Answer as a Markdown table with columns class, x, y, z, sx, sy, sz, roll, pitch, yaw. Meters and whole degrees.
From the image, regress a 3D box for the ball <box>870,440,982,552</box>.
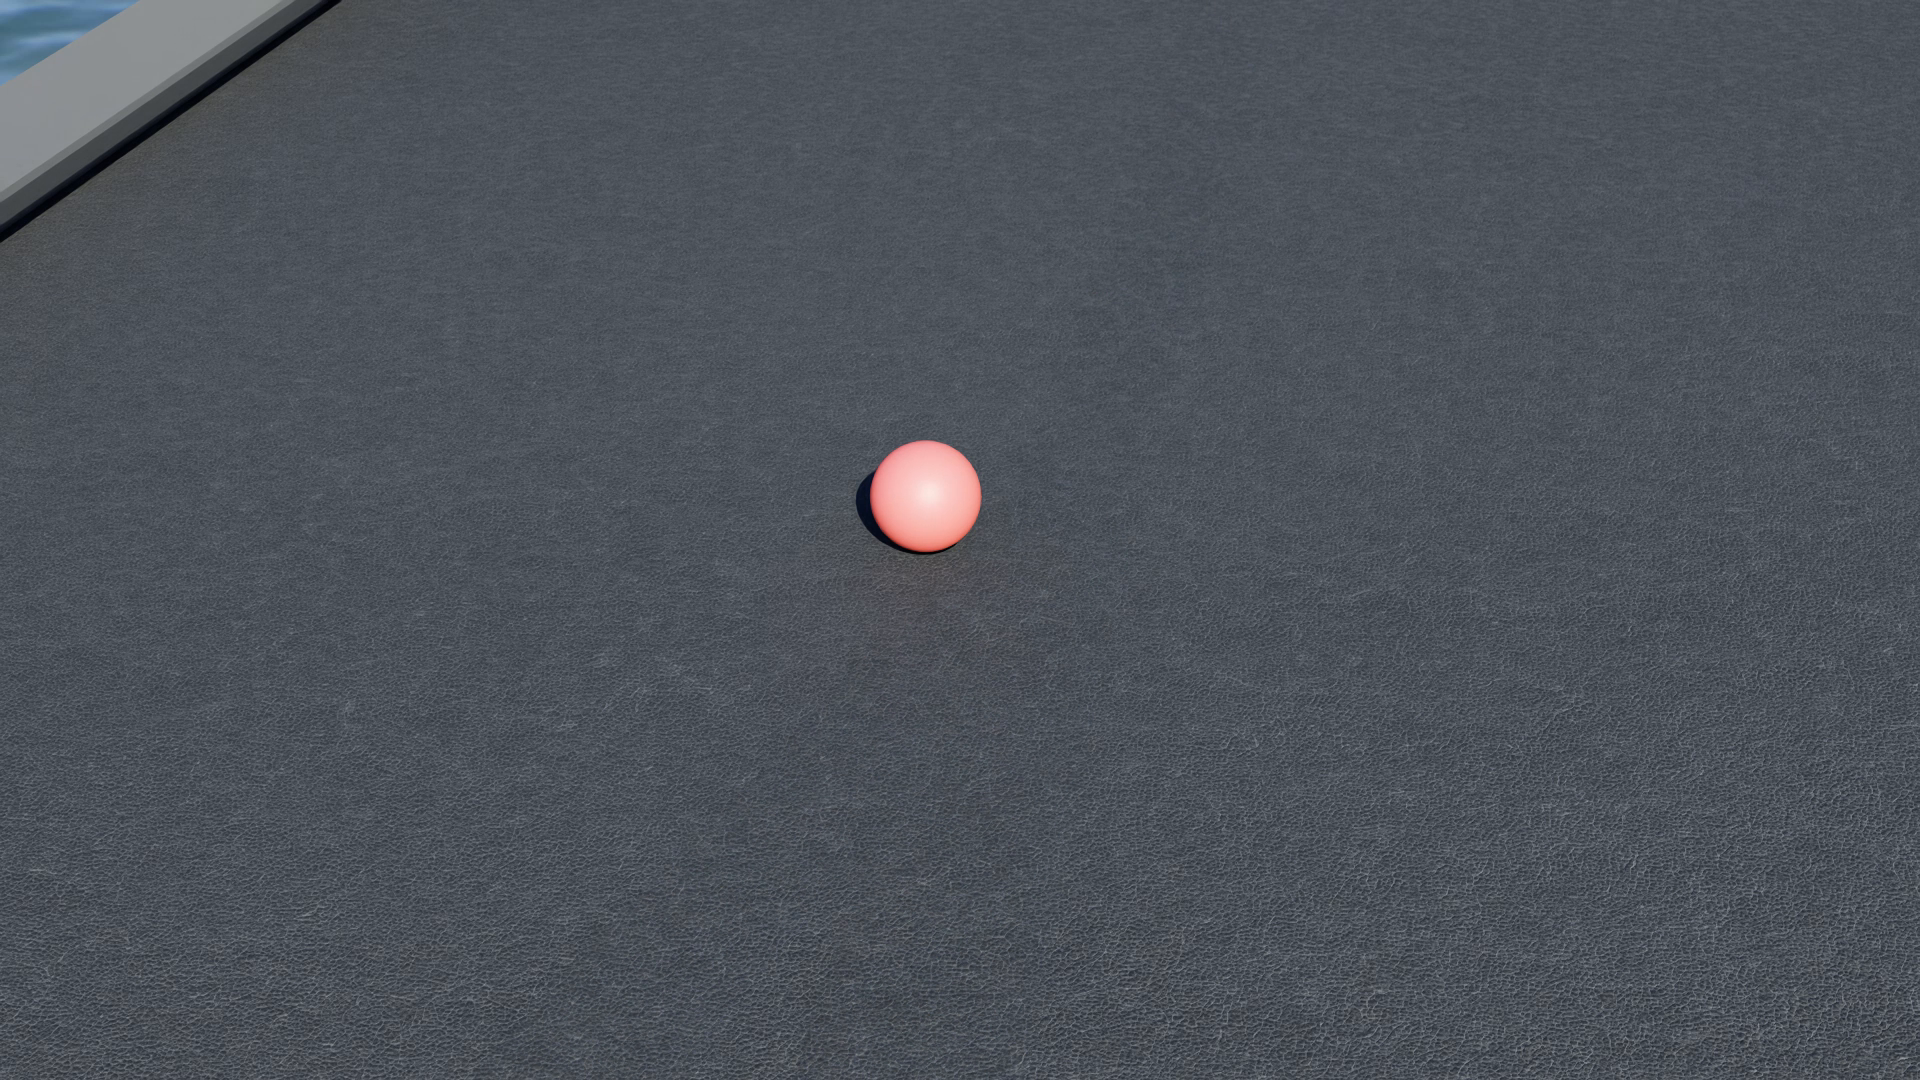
| class | x | y | z | sx | sy | sz | roll | pitch | yaw |
| --- | --- | --- | --- | --- | --- | --- | --- | --- | --- |
| ball | -0.022 | -0.028 | 1.859 | 0.071 | 0.071 | 0.071 | 0 | 27 | 0 |

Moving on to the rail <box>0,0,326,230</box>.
| class | x | y | z | sx | sy | sz | roll | pitch | yaw |
| --- | --- | --- | --- | --- | --- | --- | --- | --- | --- |
| rail | -0.685 | -0.441 | 2.634 | 0.045 | 0.111 | 3.126 | 6 | 27 | 11 |
